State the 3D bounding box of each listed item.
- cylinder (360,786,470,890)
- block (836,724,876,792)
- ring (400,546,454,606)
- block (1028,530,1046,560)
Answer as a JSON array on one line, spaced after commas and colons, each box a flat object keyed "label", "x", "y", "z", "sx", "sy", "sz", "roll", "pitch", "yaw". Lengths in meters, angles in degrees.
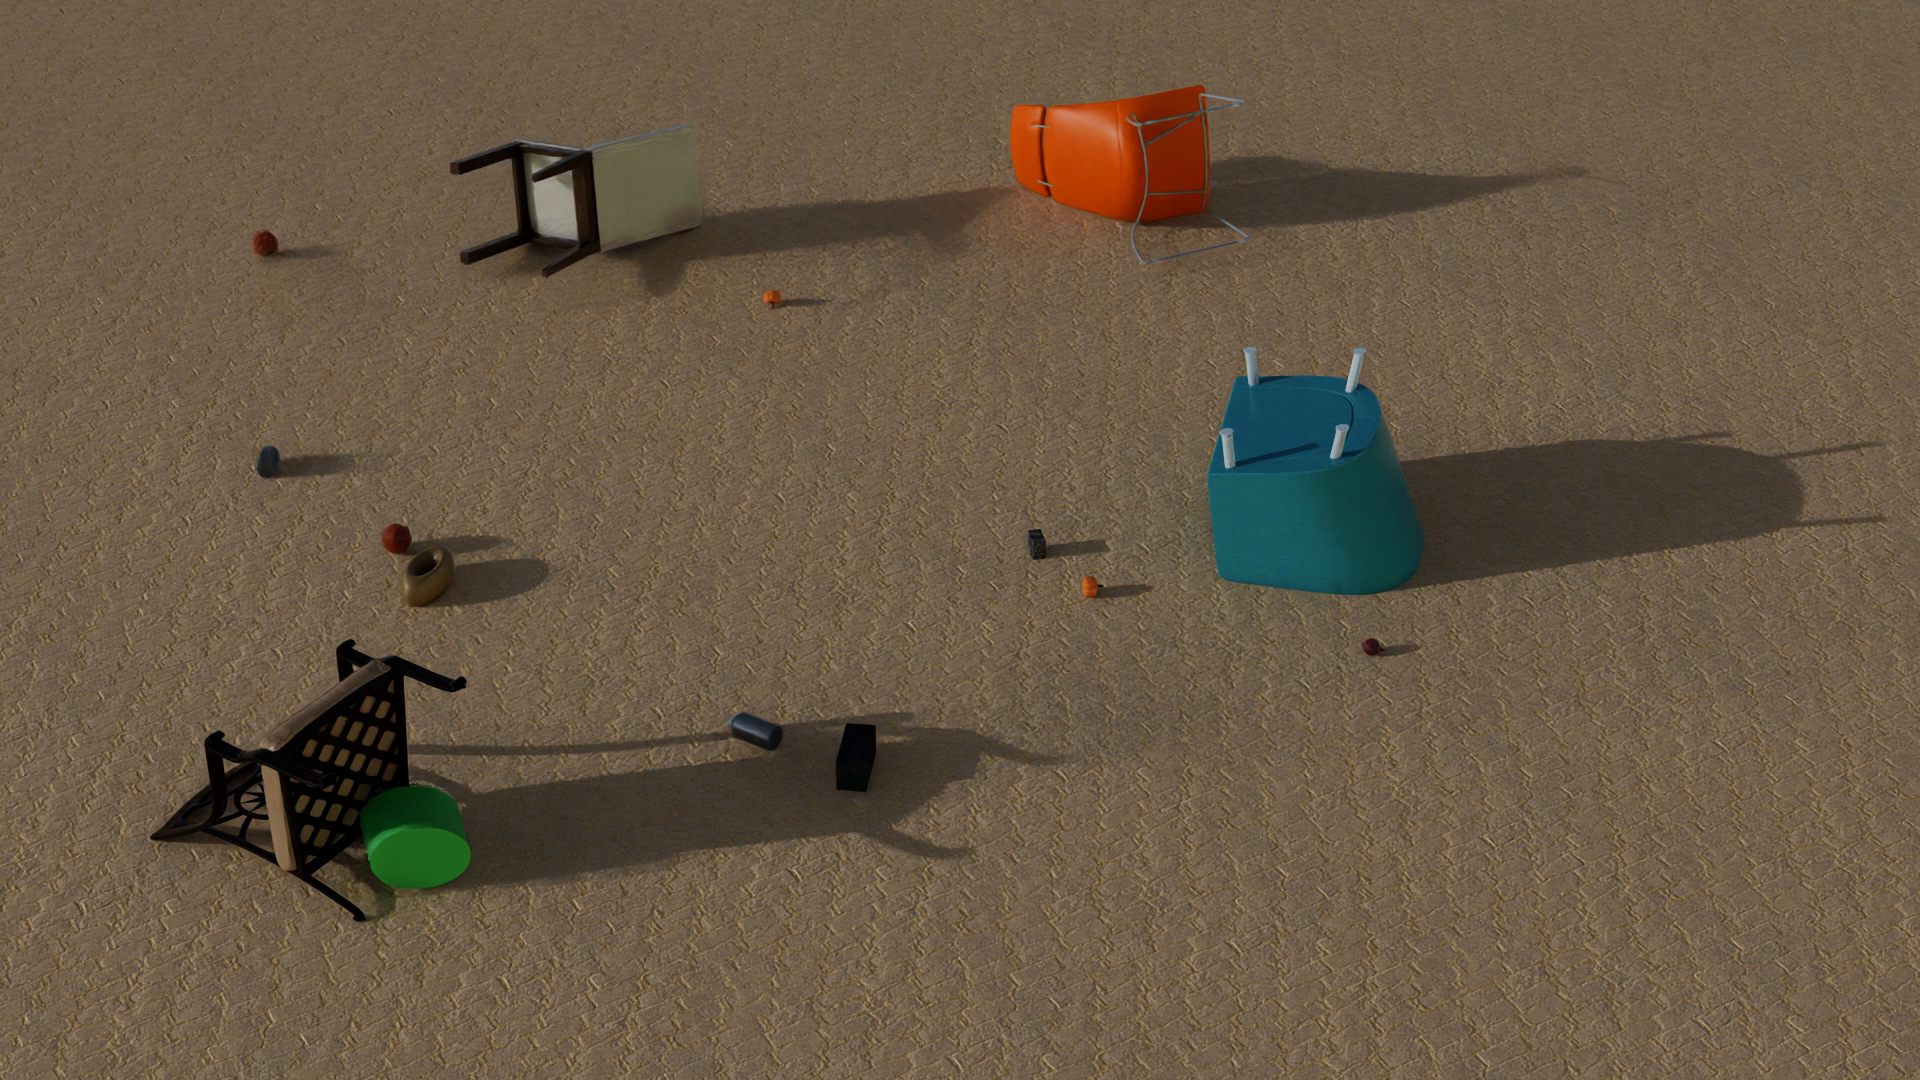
[{"label": "cylinder", "x": -1.728, "y": 0.942, "z": 9.289, "sx": 0.318, "sy": 0.243, "sz": 0.222, "roll": 3, "pitch": 30, "yaw": -23}, {"label": "block", "x": -0.345, "y": 0.722, "z": 9.746, "sx": 0.100, "sy": 0.113, "sz": 0.218, "roll": 4, "pitch": 34, "yaw": 6}, {"label": "ring", "x": -1.934, "y": 0.129, "z": 10.647, "sx": 0.159, "sy": 0.114, "sz": 0.295, "roll": 8, "pitch": 35, "yaw": 15}, {"label": "block", "x": 0.285, "y": 0.016, "z": 10.851, "sx": 0.047, "sy": 0.076, "sz": 0.086, "roll": -6, "pitch": 34, "yaw": -10}]
